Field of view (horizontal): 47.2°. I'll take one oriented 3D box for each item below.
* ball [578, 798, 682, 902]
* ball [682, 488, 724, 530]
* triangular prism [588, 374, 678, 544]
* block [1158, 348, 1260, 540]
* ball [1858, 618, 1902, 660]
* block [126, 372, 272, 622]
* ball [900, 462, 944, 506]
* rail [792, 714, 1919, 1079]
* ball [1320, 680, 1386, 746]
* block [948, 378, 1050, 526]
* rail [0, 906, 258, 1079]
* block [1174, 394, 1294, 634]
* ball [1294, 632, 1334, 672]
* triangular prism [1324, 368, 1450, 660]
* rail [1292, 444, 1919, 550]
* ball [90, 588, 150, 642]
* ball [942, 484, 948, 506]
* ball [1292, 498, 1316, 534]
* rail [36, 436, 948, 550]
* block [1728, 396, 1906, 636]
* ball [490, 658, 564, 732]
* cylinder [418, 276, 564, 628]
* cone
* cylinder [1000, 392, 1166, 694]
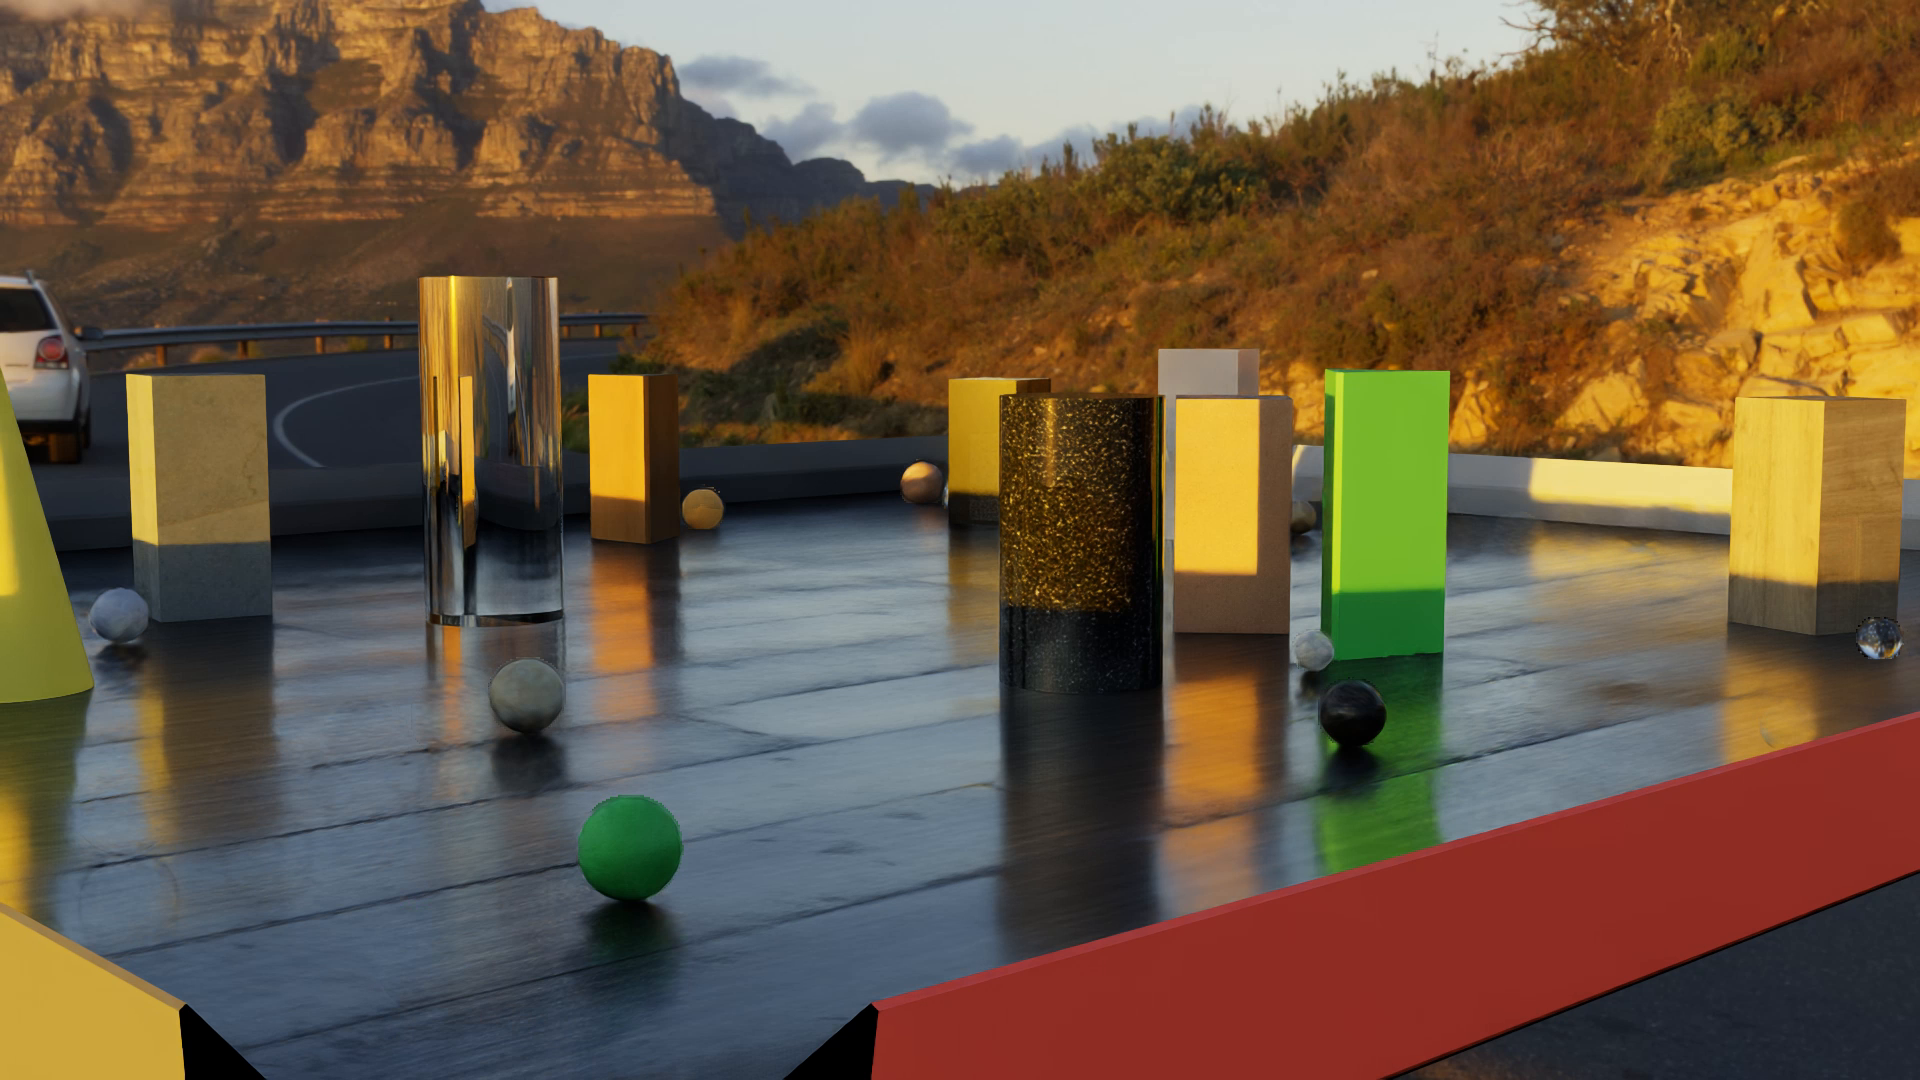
[{"bbox_3d":[-0.250,0.234,1.665,0.078,0.078,0.078,0,6,0],"label":"ball"},{"bbox_3d":[-0.524,-0.063,4.478,0.085,0.085,0.085,0,6,0],"label":"ball"},{"bbox_3d":[-0.612,-0.164,4.316,0.172,0.321,0.149,5,8,42],"label":"triangular prism"},{"bbox_3d":[0.489,-0.191,4.331,0.159,0.371,0.159,2,6,22],"label":"block"},{"bbox_3d":[1.178,0.127,2.816,0.053,0.053,0.053,0,6,0],"label":"ball"},{"bbox_3d":[-1.122,-0.068,3.245,0.159,0.352,0.159,-4,7,-33],"label":"block"},{"bbox_3d":[-0.086,-0.130,5.053,0.099,0.099,0.099,0,6,0],"label":"ball"},{"bbox_3d":[1.132,0.161,2.111,3.693,0.129,0.045,-5,8,-42],"label":"rail"},{"bbox_3d":[0.403,0.178,2.257,0.067,0.067,0.067,0,6,0],"label":"ball"},{"bbox_3d":[0.085,-0.189,4.645,0.159,0.302,0.159,3,7,29],"label":"block"},{"bbox_3d":[-1.340,0.162,2.102,0.045,0.129,3.386,-5,8,-42],"label":"rail"},{"bbox_3d":[0.384,-0.040,3.112,0.159,0.324,0.159,1,6,5],"label":"block"},{"bbox_3d":[0.439,0.138,2.726,0.049,0.049,0.049,0,6,0],"label":"ball"},{"bbox_3d":[0.525,-0.040,2.897,0.172,0.367,0.149,-3,7,-25],"label":"triangular prism"},{"bbox_3d":[1.340,-0.094,4.561,0.045,0.129,3.386,-5,8,-42],"label":"rail"},{"bbox_3d":[-1.130,0.102,2.958,0.074,0.074,0.074,0,6,0],"label":"ball"},{"bbox_3d":[0.001,-0.099,4.868,0.078,0.078,0.078,0,6,0],"label":"ball"},{"bbox_3d":[0.675,-0.046,4.386,0.071,0.071,0.071,0,6,0],"label":"ball"},{"bbox_3d":[-1.132,-0.093,4.552,3.693,0.129,0.045,-5,8,-42],"label":"rail"},{"bbox_3d":[1.212,-0.040,3.116,0.159,0.322,0.159,-3,7,-26],"label":"block"},{"bbox_3d":[-0.458,0.165,2.327,0.078,0.078,0.078,0,6,0],"label":"ball"},{"bbox_3d":[-0.677,-0.132,3.181,0.199,0.493,0.199,0,6,0],"label":"cylinder"},{"bbox_3d":[-1.128,-0.038,2.574,0.199,0.430,0.199,0,6,0],"label":"cone"},{"bbox_3d":[0.146,-0.002,2.650,0.199,0.344,0.199,0,6,0],"label":"cylinder"}]
